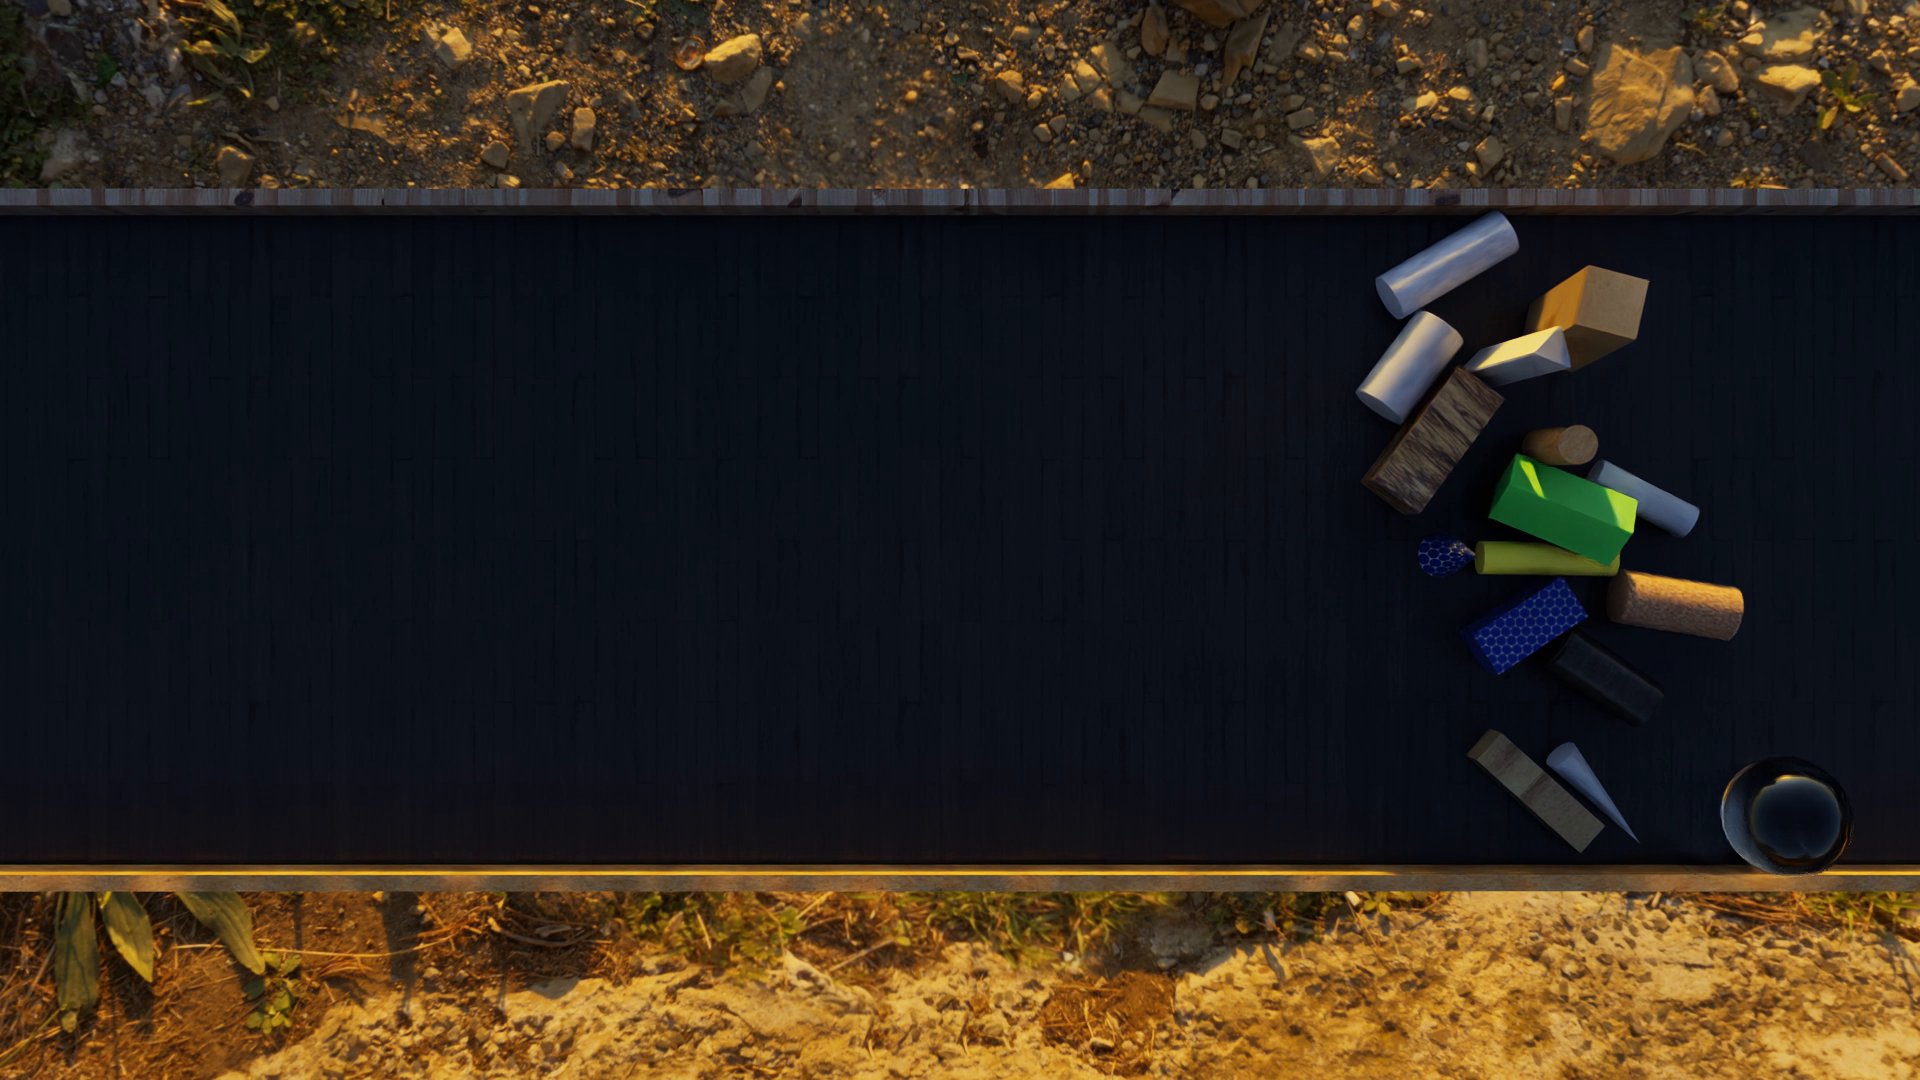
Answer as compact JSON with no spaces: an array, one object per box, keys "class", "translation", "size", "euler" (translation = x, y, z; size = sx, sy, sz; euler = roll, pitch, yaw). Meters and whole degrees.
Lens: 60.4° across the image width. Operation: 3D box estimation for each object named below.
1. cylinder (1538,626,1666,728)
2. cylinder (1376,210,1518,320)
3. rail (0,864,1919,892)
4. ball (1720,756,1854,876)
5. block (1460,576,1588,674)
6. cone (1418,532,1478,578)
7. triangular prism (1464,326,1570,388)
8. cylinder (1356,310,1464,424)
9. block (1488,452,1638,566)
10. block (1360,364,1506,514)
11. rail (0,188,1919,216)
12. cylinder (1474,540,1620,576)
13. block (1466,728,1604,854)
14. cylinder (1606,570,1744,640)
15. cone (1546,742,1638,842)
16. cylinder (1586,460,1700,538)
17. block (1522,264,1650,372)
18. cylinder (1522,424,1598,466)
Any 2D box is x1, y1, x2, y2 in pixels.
[{"class":"cylinder","translation":[1.944,0.408,5.000],"size":[0.339,0.153,0.153],"euler":[34,90,0]},{"class":"cylinder","translation":[1.476,-0.834,5.002],"size":[0.405,0.149,0.149],"euler":[-30,90,0]},{"class":"rail","translation":[-2.247,1.025,5.001],"size":[12.000,0.150,0.050],"euler":[0,90,0]},{"class":"ball","translation":[2.453,0.820,4.900],"size":[0.354,0.354,0.354],"euler":[0,90,0]},{"class":"block","translation":[1.708,0.256,5.005],"size":[0.320,0.142,0.142],"euler":[-33,90,0]},{"class":"cone","translation":[1.482,0.045,4.898],"size":[0.144,0.357,0.144],"euler":[0,90,0]},{"class":"triangular prism","translation":[1.644,-0.548,4.879],"size":[0.122,0.394,0.106],"euler":[18,82,-14]},{"class":"cylinder","translation":[1.361,-0.522,4.991],"size":[0.171,0.171,0.304],"euler":[37,90,0]},{"class":"block","translation":[1.808,-0.093,4.949],"size":[0.380,0.151,0.151],"euler":[23,48,6]},{"class":"block","translation":[1.427,-0.300,4.992],"size":[0.170,0.170,0.428],"euler":[37,90,0]},{"class":"rail","translation":[-2.247,-1.025,5.002],"size":[12.000,0.150,0.050],"euler":[0,90,0]},{"class":"cylinder","translation":[1.787,0.057,5.025],"size":[0.407,0.103,0.103],"euler":[1,90,0]},{"class":"block","translation":[1.749,0.762,5.021],"size":[0.421,0.111,0.111],"euler":[42,90,0]},{"class":"cylinder","translation":[2.161,0.196,4.995],"size":[0.347,0.164,0.164],"euler":[9,90,0]},{"class":"cone","translation":[1.963,0.795,5.051],"size":[0.103,0.103,0.393],"euler":[-43,97,0]},{"class":"cylinder","translation":[2.075,-0.126,5.024],"size":[0.323,0.105,0.105],"euler":[27,90,0]},{"class":"block","translation":[1.823,-0.644,4.845],"size":[0.176,0.447,0.176],"euler":[15,84,0]},{"class":"cylinder","translation":[1.780,-0.280,4.902],"size":[0.114,0.344,0.114],"euler":[0,92,2]}]
